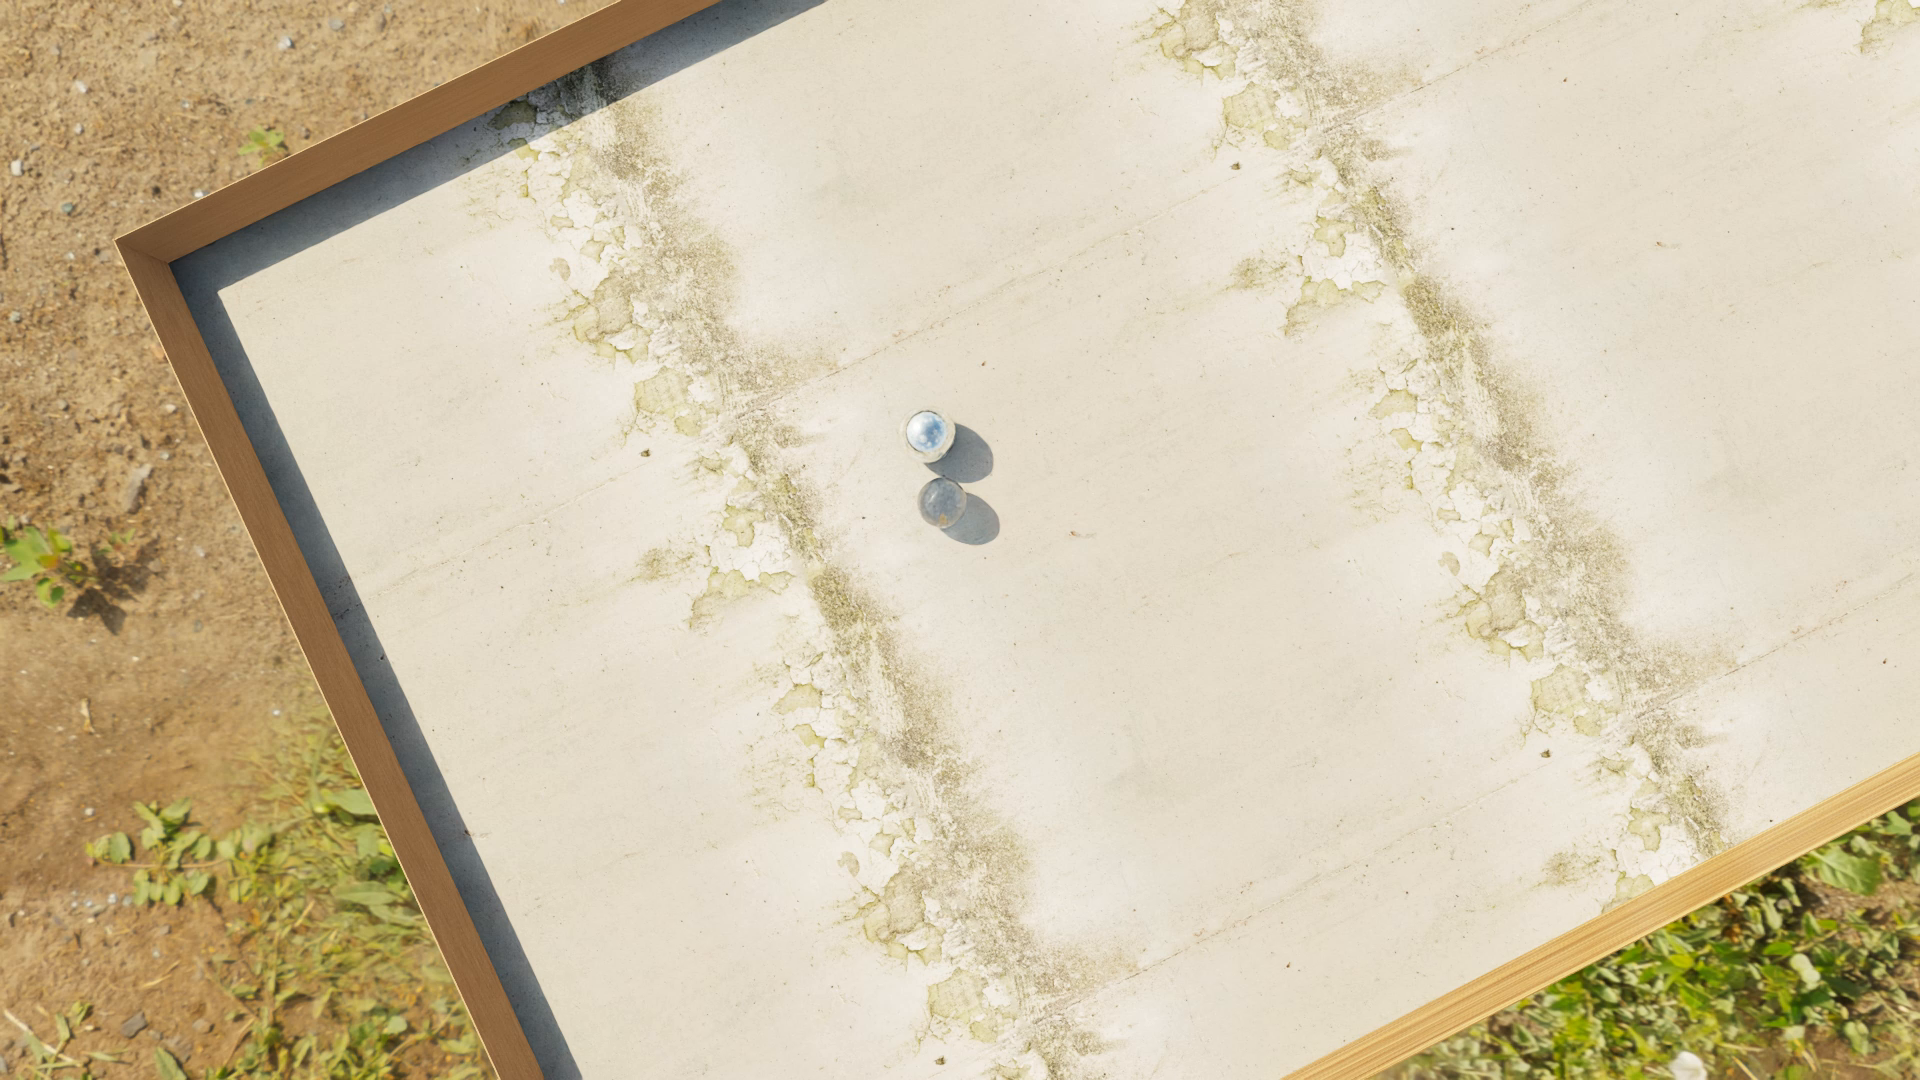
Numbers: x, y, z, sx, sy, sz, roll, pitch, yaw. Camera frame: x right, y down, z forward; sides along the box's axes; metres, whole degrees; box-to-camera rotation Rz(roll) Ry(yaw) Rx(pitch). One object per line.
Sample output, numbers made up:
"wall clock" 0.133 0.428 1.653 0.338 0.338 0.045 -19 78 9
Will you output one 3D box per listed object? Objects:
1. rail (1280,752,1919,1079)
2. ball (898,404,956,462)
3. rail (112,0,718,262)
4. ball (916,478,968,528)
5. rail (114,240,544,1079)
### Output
"rail" 1.237 0.410 3.186 3.693 0.112 0.045 -26 84 -3
"ball" -0.049 -0.158 3.271 0.086 0.086 0.086 0 83 0
"rail" 0.417 -1.229 3.391 3.693 0.112 0.045 -26 84 -3
"ball" -0.027 -0.055 3.263 0.075 0.075 0.075 0 83 0
"rail" -0.806 0.395 3.187 0.045 0.112 1.892 -26 84 -3
